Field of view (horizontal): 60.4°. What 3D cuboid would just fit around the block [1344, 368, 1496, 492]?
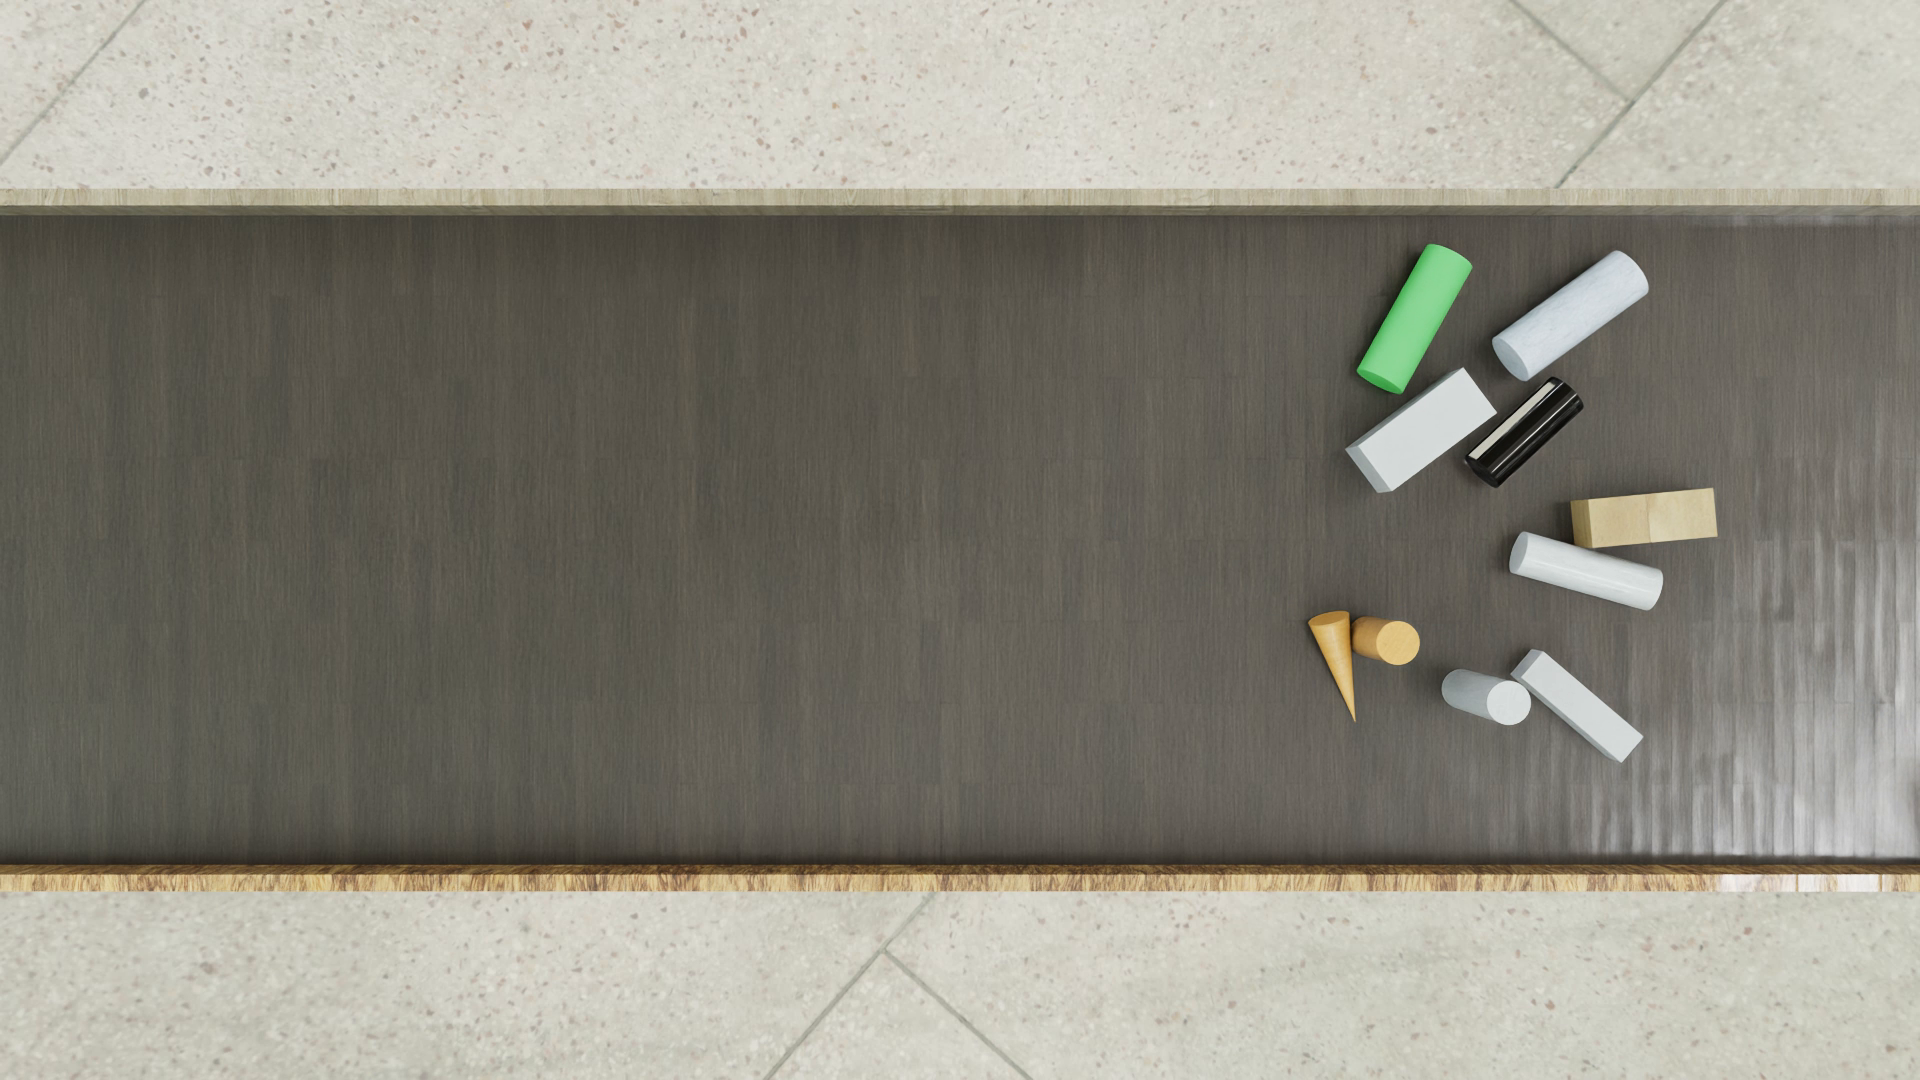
[{"bbox_3d":[1.391,-0.329,4.992,0.390,0.169,0.169,-37,90,0],"label":"block"}]

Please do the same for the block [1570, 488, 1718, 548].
[{"bbox_3d":[2.072,-0.066,5.004,0.374,0.145,0.145,-5,90,0],"label":"block"}]

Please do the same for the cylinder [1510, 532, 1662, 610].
[{"bbox_3d":[1.900,0.094,5.011,0.421,0.132,0.132,16,90,0],"label":"cylinder"}]

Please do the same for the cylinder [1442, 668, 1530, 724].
[{"bbox_3d":[1.544,0.458,4.858,0.124,0.437,0.124,0,90,0],"label":"cylinder"}]

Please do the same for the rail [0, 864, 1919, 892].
[{"bbox_3d":[-2.247,1.025,5.001,12.000,0.150,0.050,0,90,0],"label":"rail"}]

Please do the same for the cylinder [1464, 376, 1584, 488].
[{"bbox_3d":[1.712,-0.327,5.008,0.350,0.137,0.137,-43,90,0],"label":"cylinder"}]

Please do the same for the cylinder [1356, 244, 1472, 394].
[{"bbox_3d":[1.377,-0.669,5.000,0.153,0.153,0.432,29,90,0],"label":"cylinder"}]

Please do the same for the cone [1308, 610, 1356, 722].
[{"bbox_3d":[1.169,0.400,5.046,0.125,0.125,0.344,-16,100,0],"label":"cone"}]

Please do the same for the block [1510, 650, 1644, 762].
[{"bbox_3d":[1.877,0.504,5.025,0.397,0.103,0.103,40,90,0],"label":"block"}]

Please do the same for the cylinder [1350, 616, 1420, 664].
[{"bbox_3d":[1.257,0.297,4.912,0.126,0.326,0.126,0,90,-1],"label":"cylinder"}]

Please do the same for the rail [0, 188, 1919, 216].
[{"bbox_3d":[-2.247,-1.025,5.002,12.000,0.150,0.050,0,90,0],"label":"rail"}]

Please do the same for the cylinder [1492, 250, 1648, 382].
[{"bbox_3d":[1.846,-0.678,4.994,0.444,0.165,0.165,-36,90,0],"label":"cylinder"}]
